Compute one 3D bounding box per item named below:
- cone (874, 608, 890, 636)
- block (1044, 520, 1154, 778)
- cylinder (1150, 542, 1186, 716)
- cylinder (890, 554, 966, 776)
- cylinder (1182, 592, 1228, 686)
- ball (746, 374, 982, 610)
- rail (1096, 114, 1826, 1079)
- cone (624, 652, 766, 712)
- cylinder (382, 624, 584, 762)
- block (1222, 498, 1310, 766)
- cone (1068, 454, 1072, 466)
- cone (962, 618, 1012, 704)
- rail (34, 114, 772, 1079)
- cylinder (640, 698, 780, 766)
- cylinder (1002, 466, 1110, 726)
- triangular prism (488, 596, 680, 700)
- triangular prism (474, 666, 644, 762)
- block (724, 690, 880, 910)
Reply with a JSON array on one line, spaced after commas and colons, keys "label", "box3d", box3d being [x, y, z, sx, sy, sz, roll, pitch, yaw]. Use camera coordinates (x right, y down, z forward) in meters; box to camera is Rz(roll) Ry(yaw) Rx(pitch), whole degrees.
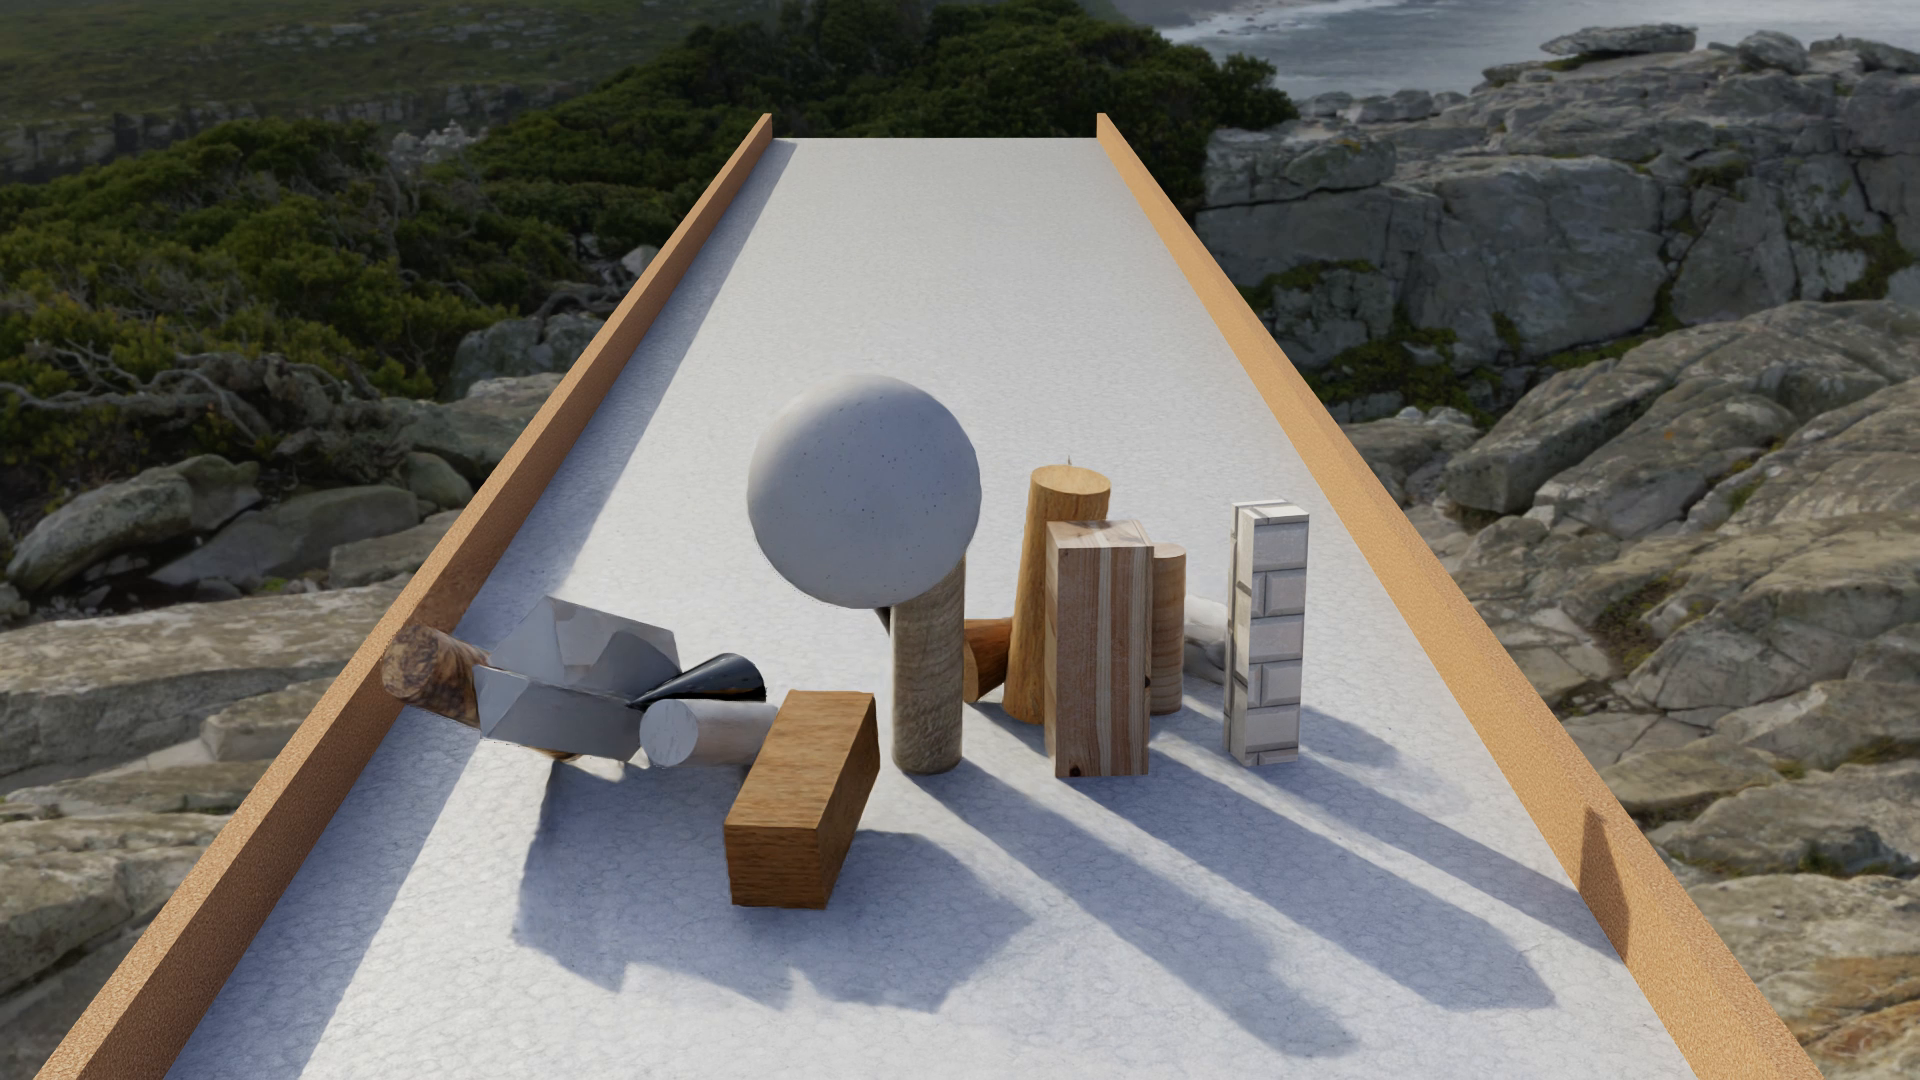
[{"label": "cone", "box3d": [-0.070, 0.185, 3.919, 0.173, 0.410, 0.173, -17, 9, 3]}, {"label": "block", "box3d": [0.241, 0.189, 3.859, 0.164, 0.418, 0.164, -1, 17, -5]}, {"label": "cylinder", "box3d": [0.369, 0.166, 4.126, 0.101, 0.309, 0.101, 0, 17, 0]}, {"label": "cylinder", "box3d": [-0.056, 0.191, 3.774, 0.125, 0.445, 0.125, 1, 32, -1]}, {"label": "cylinder", "box3d": [0.472, 0.190, 4.297, 0.153, 0.153, 0.333, -12, 18, -34]}, {"label": "ball", "box3d": [-0.137, -0.069, 3.163, 0.339, 0.339, 0.339, 0, 17, 0]}, {"label": "rail", "box3d": [0.932, -0.844, 7.801, 0.050, 0.150, 12.000, 0, 17, -1]}, {"label": "cone", "box3d": [-0.490, 0.278, 3.822, 0.153, 0.153, 0.381, 7, 1, 21]}, {"label": "cylinder", "box3d": [-0.795, 0.266, 3.761, 0.128, 0.128, 0.401, 13, -12, 38]}, {"label": "block", "box3d": [0.538, 0.164, 3.876, 0.102, 0.456, 0.102, -5, 17, -15]}, {"label": "cone", "box3d": [0.228, 0.042, 4.306, 0.148, 0.433, 0.148, -4, 16, 1]}, {"label": "cone", "box3d": [0.142, 0.188, 4.226, 0.327, 0.166, 0.166, -16, 22, -22]}, {"label": "rail", "box3d": [-1.118, -0.838, 7.780, 0.050, 0.150, 12.000, 0, 17, -1]}, {"label": "cylinder", "box3d": [-0.416, 0.329, 3.753, 0.112, 0.112, 0.309, 8, -2, 24]}, {"label": "cylinder", "box3d": [0.176, 0.103, 4.046, 0.145, 0.460, 0.145, 6, 22, -2]}, {"label": "triangular prism", "box3d": [-0.623, 0.192, 3.829, 0.154, 0.133, 0.455, 13, -5, 21]}, {"label": "triangular prism", "box3d": [-0.676, 0.278, 3.753, 0.107, 0.123, 0.385, 47, 13, 28]}, {"label": "block", "box3d": [-0.244, 0.405, 3.500, 0.144, 0.144, 0.424, 1, 25, 10]}]
